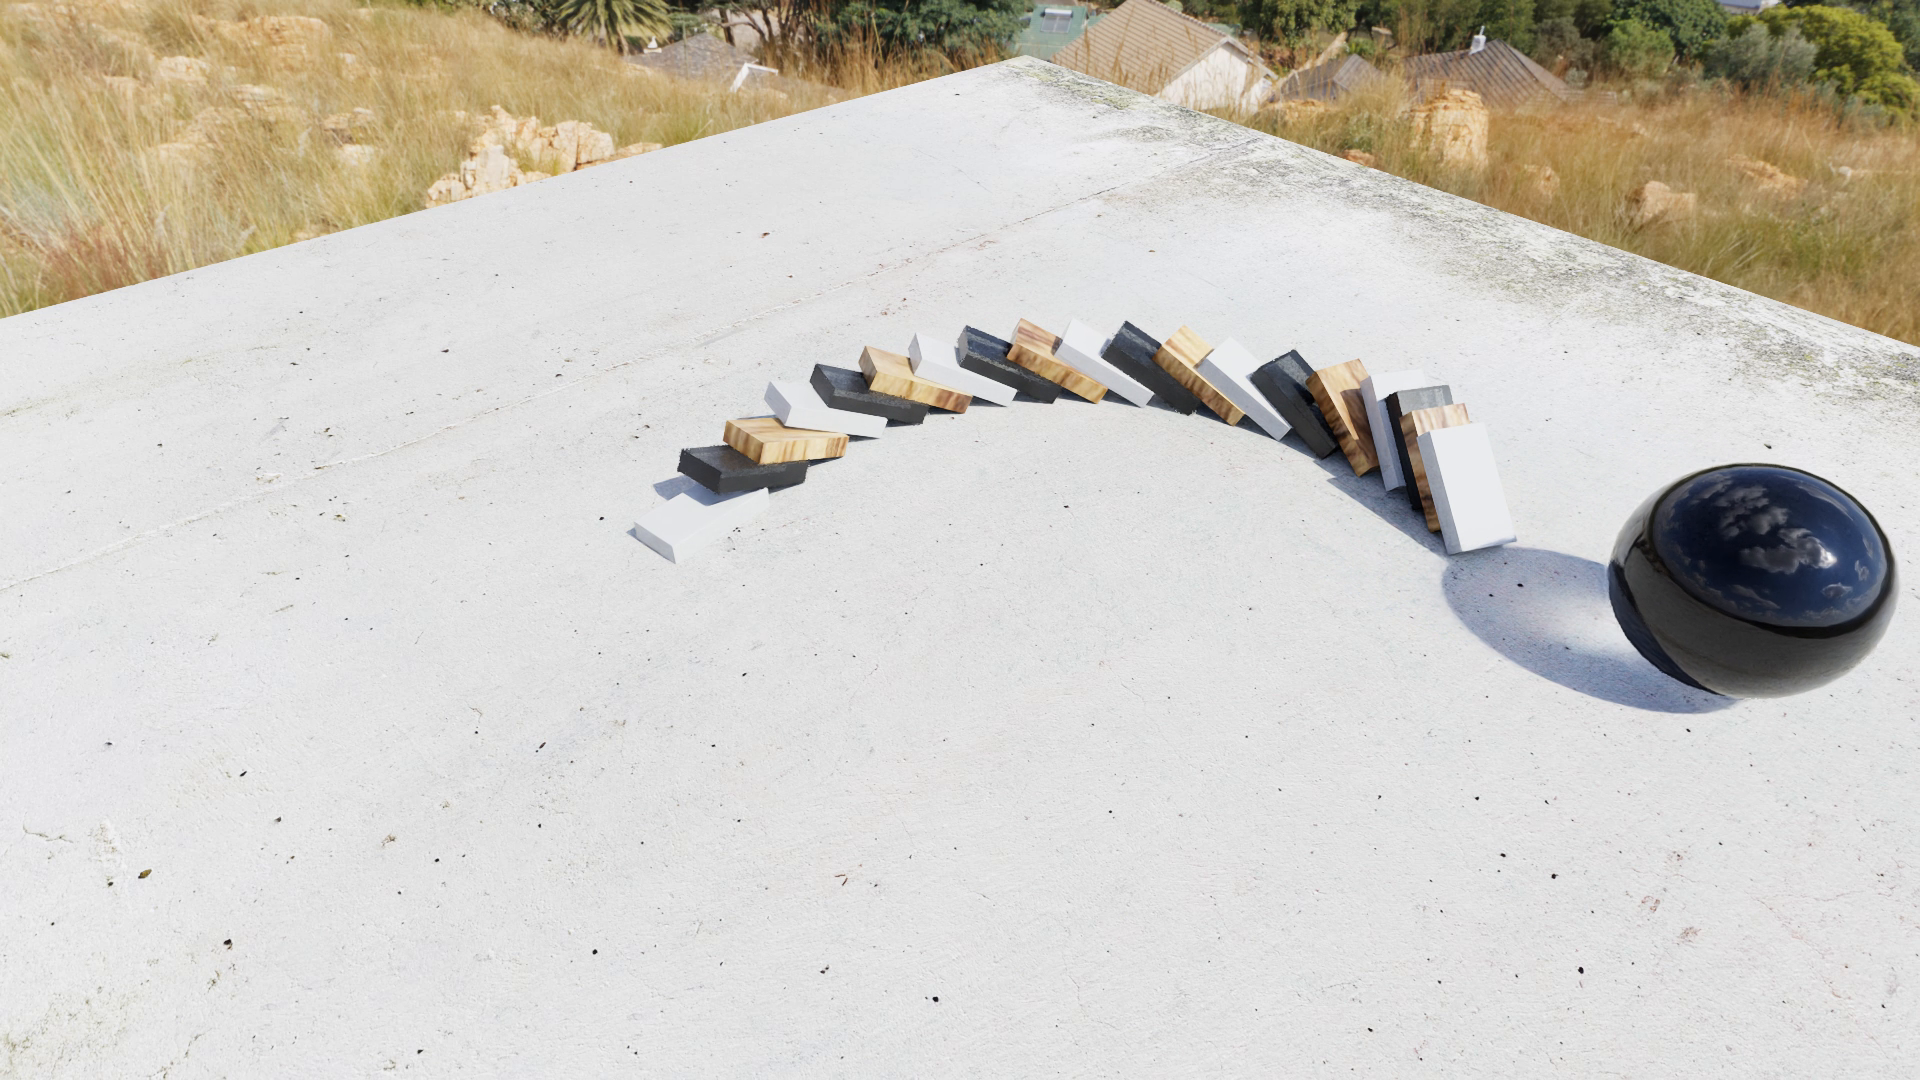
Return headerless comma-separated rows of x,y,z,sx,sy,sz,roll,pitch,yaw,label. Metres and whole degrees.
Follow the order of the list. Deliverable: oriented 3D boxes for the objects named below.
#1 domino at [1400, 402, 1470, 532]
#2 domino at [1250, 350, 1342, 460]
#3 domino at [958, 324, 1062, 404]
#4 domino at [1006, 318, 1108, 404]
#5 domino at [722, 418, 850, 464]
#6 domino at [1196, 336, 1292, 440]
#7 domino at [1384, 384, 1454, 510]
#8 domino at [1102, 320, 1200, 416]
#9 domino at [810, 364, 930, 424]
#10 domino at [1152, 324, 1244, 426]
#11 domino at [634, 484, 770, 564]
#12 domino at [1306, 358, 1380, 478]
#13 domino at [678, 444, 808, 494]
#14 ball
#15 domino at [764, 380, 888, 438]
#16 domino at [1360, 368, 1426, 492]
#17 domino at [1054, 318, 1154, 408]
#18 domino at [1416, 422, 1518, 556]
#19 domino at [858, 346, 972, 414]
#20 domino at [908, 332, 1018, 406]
0.202,-0.030,0.456,0.025,0.009,0.050,-10,81,-11,domino
0.159,-0.062,0.504,0.025,0.010,0.050,-27,71,-29,domino
0.024,-0.085,0.531,0.050,0.009,0.025,19,36,-18,domino
0.048,-0.087,0.533,0.050,0.009,0.025,25,39,-10,domino
-0.076,-0.045,0.483,0.025,0.009,0.050,31,26,32,domino
0.137,-0.071,0.514,0.050,0.010,0.025,42,51,8,domino
0.200,-0.040,0.468,0.025,0.010,0.050,-8,81,-11,domino
0.095,-0.083,0.528,0.050,0.010,0.025,34,44,0,domino
-0.042,-0.068,0.510,0.050,0.009,0.025,6,32,-35,domino
0.118,-0.079,0.523,0.050,0.009,0.025,41,50,7,domino
-0.107,-0.011,0.457,0.025,0.010,0.050,28,47,30,domino
0.178,-0.055,0.491,0.025,0.009,0.050,-18,73,-20,domino
-0.091,-0.031,0.466,0.025,0.009,0.050,28,23,30,domino
0.265,0.014,0.371,0.080,0.080,0.080,0,39,0,ball
-0.061,-0.059,0.499,0.050,0.010,0.025,4,31,-38,domino
0.193,-0.048,0.478,0.025,0.009,0.050,-8,81,-11,domino
0.071,-0.086,0.532,0.050,0.010,0.025,29,41,-5,domino
0.205,-0.021,0.445,0.025,0.010,0.050,-9,81,-11,domino
-0.021,-0.076,0.520,0.050,0.009,0.025,11,33,-28,domino
0.001,-0.082,0.527,0.050,0.010,0.025,16,34,-22,domino
